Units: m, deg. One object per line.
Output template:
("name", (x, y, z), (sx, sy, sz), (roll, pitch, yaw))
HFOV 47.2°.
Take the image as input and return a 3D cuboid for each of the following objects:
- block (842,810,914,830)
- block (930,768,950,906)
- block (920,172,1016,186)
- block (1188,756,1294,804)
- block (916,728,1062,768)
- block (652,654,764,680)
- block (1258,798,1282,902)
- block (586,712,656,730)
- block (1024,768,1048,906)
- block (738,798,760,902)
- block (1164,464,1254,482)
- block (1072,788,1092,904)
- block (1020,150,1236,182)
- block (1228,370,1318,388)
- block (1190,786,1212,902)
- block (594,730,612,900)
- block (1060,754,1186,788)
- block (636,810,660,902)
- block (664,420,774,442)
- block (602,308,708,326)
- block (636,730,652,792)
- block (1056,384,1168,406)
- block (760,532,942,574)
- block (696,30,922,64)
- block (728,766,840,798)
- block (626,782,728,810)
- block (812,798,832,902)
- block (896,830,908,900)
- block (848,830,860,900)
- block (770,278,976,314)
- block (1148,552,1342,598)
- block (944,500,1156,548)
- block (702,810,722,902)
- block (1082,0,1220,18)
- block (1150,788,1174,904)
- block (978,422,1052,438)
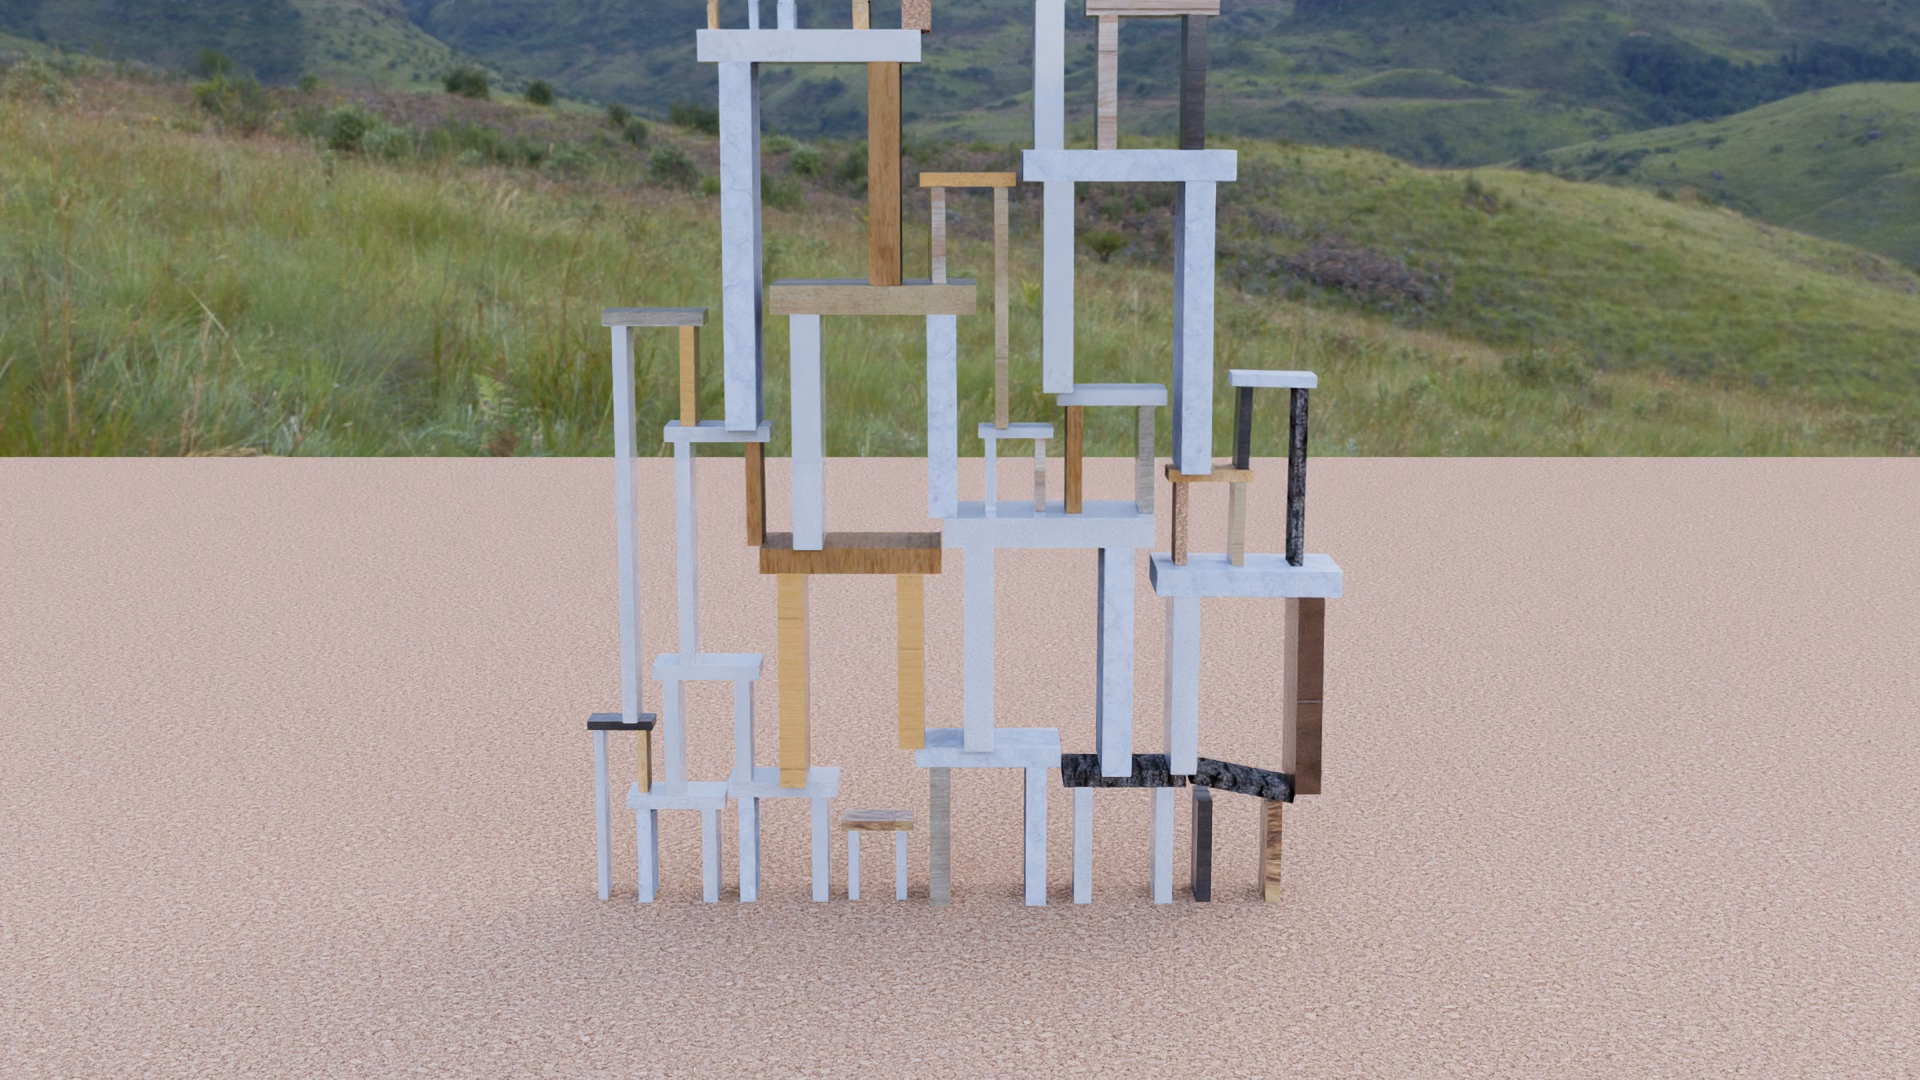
("block", (-0.136, 0.465, 3.646), (0.119, 0.017, 0.059), (0, 11, 0))
("block", (-0.032, 0.474, 3.648), (0.033, 0.236, 0.118), (0, 11, 0))
("block", (0.012, -0.568, 3.459), (0.149, 0.021, 0.075), (0, 11, 1))
("block", (0.463, 0.395, 3.635), (0.172, 0.024, 0.086), (11, 10, -2))
("block", (0.045, 0.342, 3.624), (0.236, 0.033, 0.118), (0, 11, 0))
("block", (-0.411, 0.207, 3.597), (0.173, 0.024, 0.086), (0, 11, 0))
("block", (0.516, 0.505, 3.657), (0.024, 0.172, 0.086), (0, 11, 0))
("block", (-0.555, 0.298, 3.614), (0.106, 0.015, 0.053), (0, 11, 0))
("block", (0.125, 0.474, 3.649), (0.033, 0.236, 0.118), (0, 11, 0))
("block", (-0.350, 0.501, 3.658), (0.025, 0.179, 0.090), (0, 11, 0))
("block", (0.401, -0.108, 3.542), (0.136, 0.019, 0.068), (0, 11, 0))
("block", (0.202, 0.492, 3.653), (0.028, 0.199, 0.099), (0, 11, 0))
("block", (0.261, -0.589, 3.451), (0.327, 0.046, 0.163), (0, 11, 0))
("block", (0.499, -0.258, 3.515), (0.133, 0.019, 0.067), (1, 11, 1))
("block", (0.402, 0.505, 3.657), (0.024, 0.172, 0.086), (0, 11, 0))
("block", (-0.591, 0.448, 3.642), (0.015, 0.289, 0.053), (0, 11, 0))
("block", (0.269, 0.380, 3.632), (0.199, 0.028, 0.099), (0, 11, 0))
("block", (-0.518, 0.512, 3.652), (0.023, 0.160, 0.080), (0, 11, 0))
("block", (-0.385, -0.174, 3.522), (0.167, 0.024, 0.084), (0, 11, 0))
("block", (-0.484, -0.355, 3.493), (0.159, 0.023, 0.080), (0, 11, -1))
("block", (-0.520, 0.358, 3.625), (0.015, 0.106, 0.053), (0, 11, 0))
("block", (0.241, -0.233, 3.518), (0.174, 0.025, 0.087), (0, 11, 1))
("block", (-0.175, 0.020, 3.567), (0.289, 0.041, 0.144), (0, 11, 0))
("block", (-0.230, -0.765, 3.414), (0.338, 0.048, 0.169), (0, 11, -1))
("block", (-0.290, 0.400, 3.640), (0.179, 0.025, 0.090), (0, 11, 0))
("block", (-0.465, 0.422, 3.635), (0.160, 0.023, 0.080), (0, 11, 0))
("block", (-0.231, 0.501, 3.658), (0.025, 0.179, 0.090), (0, 10, 0))
("block", (-0.097, 0.531, 3.659), (0.017, 0.119, 0.059), (0, 11, 0))
("block", (-0.176, 0.531, 3.659), (0.017, 0.119, 0.059), (0, 11, 0))
("block", (-0.136, -0.387, 3.486), (0.320, 0.045, 0.160), (0, 11, -1))
("block", (0.461, 0.056, 3.573), (0.295, 0.042, 0.148), (1, 11, 0))
("block", (0.141, -0.026, 3.554), (0.334, 0.047, 0.167), (0, 11, 0))
("block", (-0.411, 0.512, 3.652), (0.023, 0.160, 0.080), (0, 11, 0))
("block", (0.295, -0.825, 3.403), (0.203, 0.029, 0.102), (0, 11, 0))
("block", (0.335, 0.492, 3.652), (0.028, 0.199, 0.099), (0, 11, 0))
("block", (0.089, -0.176, 3.534), (0.119, 0.017, 0.059), (0, 11, 0))
